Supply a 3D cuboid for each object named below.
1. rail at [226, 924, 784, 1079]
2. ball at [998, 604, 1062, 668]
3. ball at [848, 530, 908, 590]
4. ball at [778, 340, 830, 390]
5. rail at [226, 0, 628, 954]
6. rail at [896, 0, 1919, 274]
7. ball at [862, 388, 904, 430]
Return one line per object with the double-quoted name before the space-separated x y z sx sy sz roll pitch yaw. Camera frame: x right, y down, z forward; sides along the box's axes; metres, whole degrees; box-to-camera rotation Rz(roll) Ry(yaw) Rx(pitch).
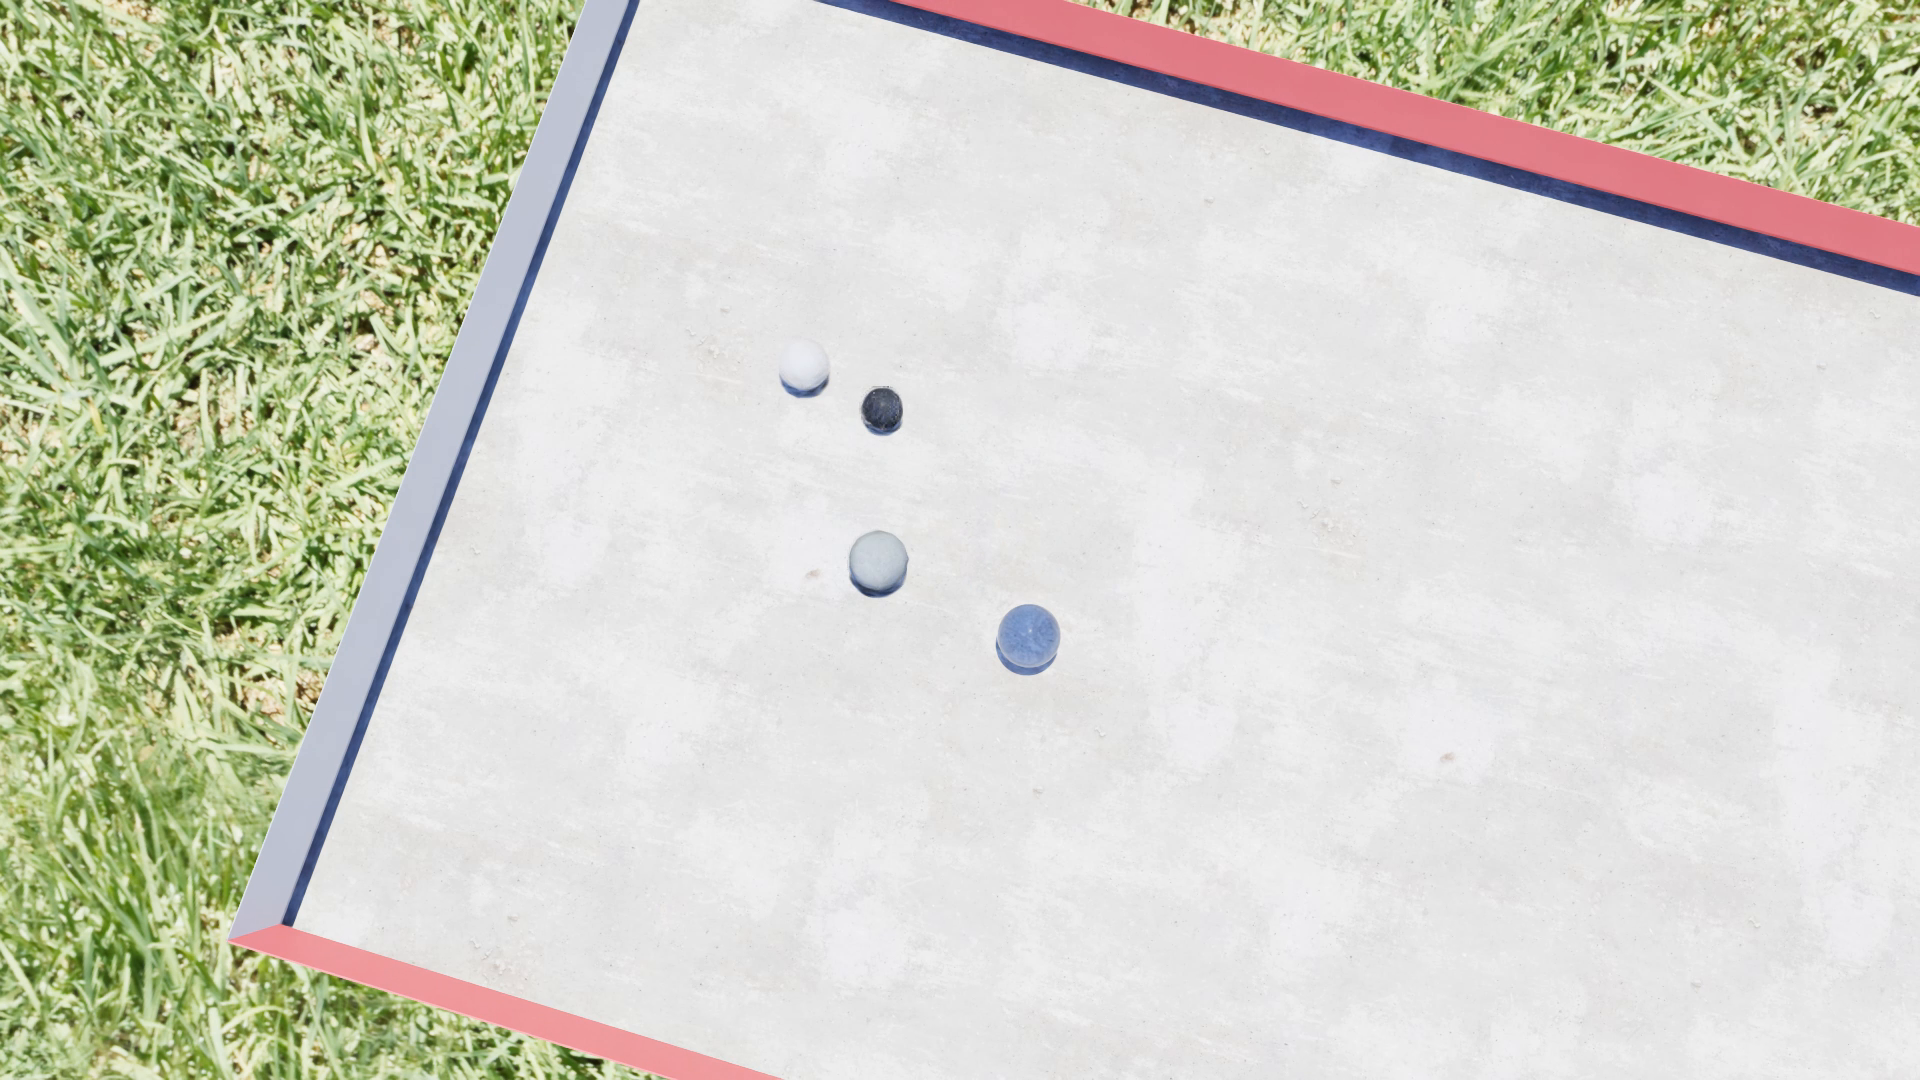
"rail" 0.541 1.012 3.045 3.281 0.125 0.045 16 75 4
"ball" 0.104 0.144 3.305 0.097 0.097 0.097 0 74 0
"ball" -0.124 0.031 3.339 0.091 0.091 0.091 0 74 0
"ball" -0.243 -0.273 3.431 0.080 0.080 0.080 0 74 0
"rail" -0.764 -0.224 3.392 0.045 0.125 1.766 16 75 4
"rail" 1.031 -0.574 3.490 3.281 0.125 0.045 16 75 4
"ball" -0.120 -0.205 3.419 0.066 0.066 0.066 0 74 0
